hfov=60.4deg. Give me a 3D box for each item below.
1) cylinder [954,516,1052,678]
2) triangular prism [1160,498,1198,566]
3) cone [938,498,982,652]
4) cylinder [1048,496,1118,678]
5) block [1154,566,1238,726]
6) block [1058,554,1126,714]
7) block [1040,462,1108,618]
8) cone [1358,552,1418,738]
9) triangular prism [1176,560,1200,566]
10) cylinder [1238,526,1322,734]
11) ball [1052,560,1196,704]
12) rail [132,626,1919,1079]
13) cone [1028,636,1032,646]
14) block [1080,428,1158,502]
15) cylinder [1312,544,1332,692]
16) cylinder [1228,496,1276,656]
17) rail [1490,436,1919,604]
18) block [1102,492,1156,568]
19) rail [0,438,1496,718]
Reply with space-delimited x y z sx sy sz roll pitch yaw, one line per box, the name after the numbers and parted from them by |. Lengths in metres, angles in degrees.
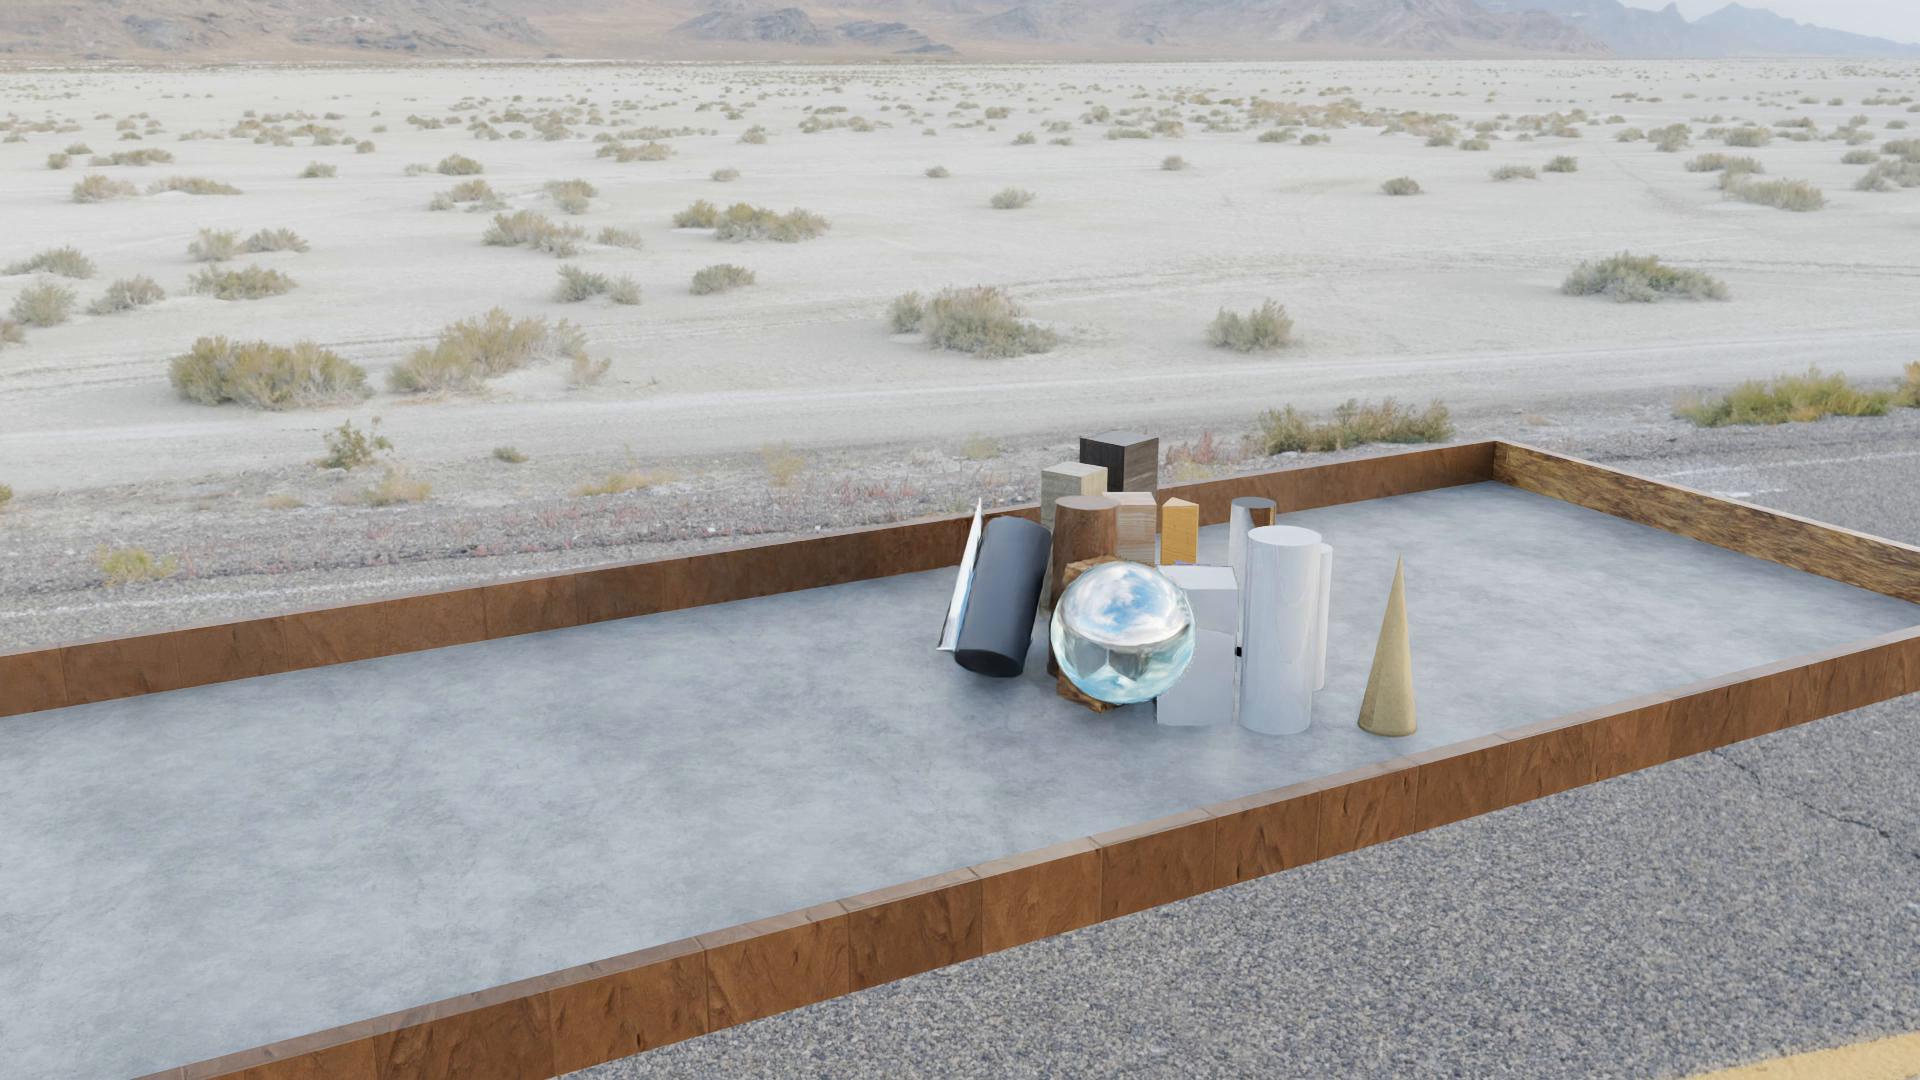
0.112 0.145 4.171 0.175 0.370 0.175 12 -25 6 | cylinder
0.603 0.046 4.631 0.102 0.319 0.088 -2 17 -7 | triangular prism
0.031 0.084 4.302 0.133 0.417 0.133 7 -10 1 | cone
0.307 0.122 4.141 0.156 0.443 0.156 2 14 0 | cylinder
0.555 0.249 3.910 0.174 0.337 0.174 1 16 3 | block
0.347 0.225 3.984 0.147 0.334 0.147 -12 22 -40 | block
0.314 0.008 4.579 0.130 0.423 0.130 12 20 35 | block
1.003 0.230 3.811 0.136 0.429 0.136 0 16 0 | cone
0.554 0.209 4.102 0.103 0.306 0.089 -8 18 -25 | triangular prism
0.742 0.209 3.835 0.167 0.457 0.167 0 16 0 | cylinder
0.363 0.206 3.670 0.320 0.320 0.320 0 16 0 | ball
-2.336 1.006 1.665 12.000 0.150 0.050 -9 18 -27 | rail
0.128 0.128 4.384 0.132 0.301 0.132 0 16 0 | cone
0.461 -0.081 4.831 0.162 0.450 0.162 15 22 41 | block
0.858 0.189 4.078 0.103 0.357 0.103 0 16 0 | cylinder
0.758 0.097 4.308 0.116 0.404 0.116 0 16 0 | cylinder
2.466 -0.048 5.253 0.050 0.150 2.100 -9 18 -27 | rail
0.435 0.093 4.302 0.127 0.416 0.127 0 16 -1 | block
-3.305 0.497 3.399 12.000 0.150 0.050 -9 18 -27 | rail
